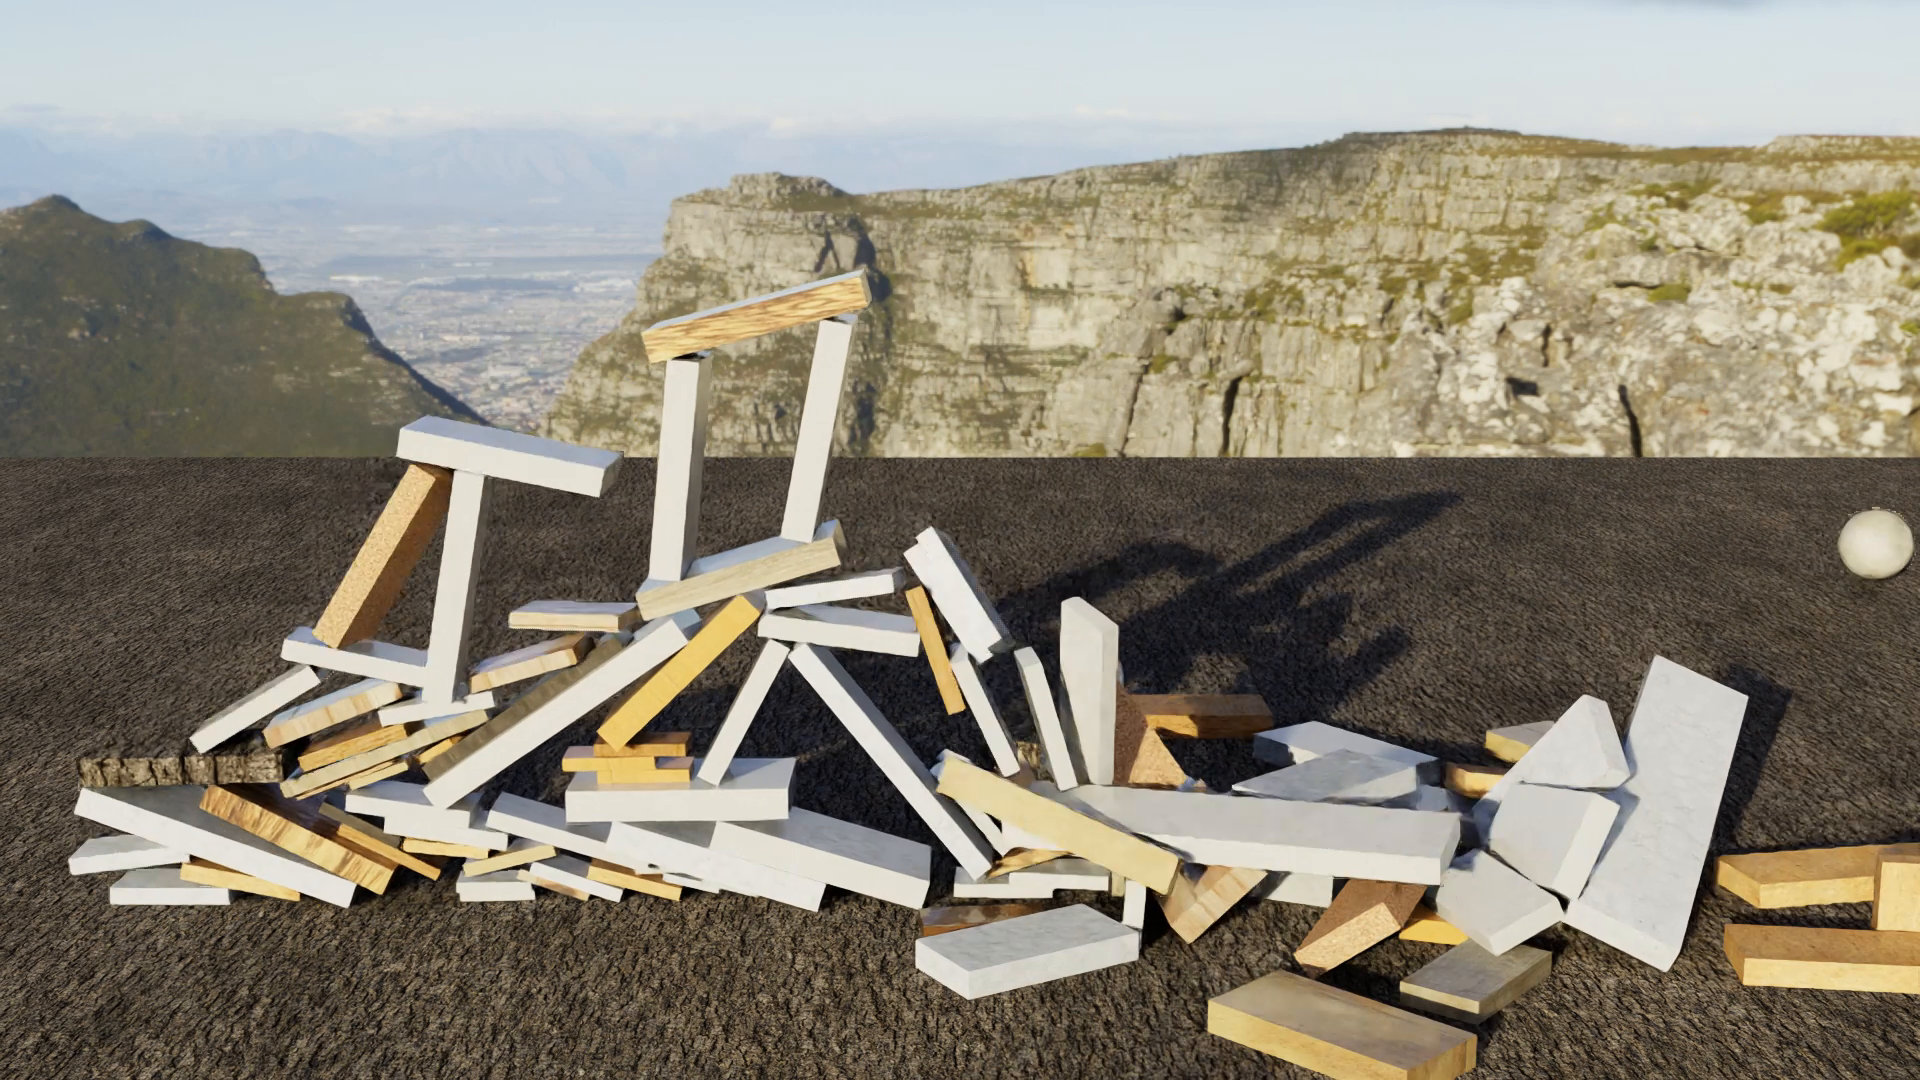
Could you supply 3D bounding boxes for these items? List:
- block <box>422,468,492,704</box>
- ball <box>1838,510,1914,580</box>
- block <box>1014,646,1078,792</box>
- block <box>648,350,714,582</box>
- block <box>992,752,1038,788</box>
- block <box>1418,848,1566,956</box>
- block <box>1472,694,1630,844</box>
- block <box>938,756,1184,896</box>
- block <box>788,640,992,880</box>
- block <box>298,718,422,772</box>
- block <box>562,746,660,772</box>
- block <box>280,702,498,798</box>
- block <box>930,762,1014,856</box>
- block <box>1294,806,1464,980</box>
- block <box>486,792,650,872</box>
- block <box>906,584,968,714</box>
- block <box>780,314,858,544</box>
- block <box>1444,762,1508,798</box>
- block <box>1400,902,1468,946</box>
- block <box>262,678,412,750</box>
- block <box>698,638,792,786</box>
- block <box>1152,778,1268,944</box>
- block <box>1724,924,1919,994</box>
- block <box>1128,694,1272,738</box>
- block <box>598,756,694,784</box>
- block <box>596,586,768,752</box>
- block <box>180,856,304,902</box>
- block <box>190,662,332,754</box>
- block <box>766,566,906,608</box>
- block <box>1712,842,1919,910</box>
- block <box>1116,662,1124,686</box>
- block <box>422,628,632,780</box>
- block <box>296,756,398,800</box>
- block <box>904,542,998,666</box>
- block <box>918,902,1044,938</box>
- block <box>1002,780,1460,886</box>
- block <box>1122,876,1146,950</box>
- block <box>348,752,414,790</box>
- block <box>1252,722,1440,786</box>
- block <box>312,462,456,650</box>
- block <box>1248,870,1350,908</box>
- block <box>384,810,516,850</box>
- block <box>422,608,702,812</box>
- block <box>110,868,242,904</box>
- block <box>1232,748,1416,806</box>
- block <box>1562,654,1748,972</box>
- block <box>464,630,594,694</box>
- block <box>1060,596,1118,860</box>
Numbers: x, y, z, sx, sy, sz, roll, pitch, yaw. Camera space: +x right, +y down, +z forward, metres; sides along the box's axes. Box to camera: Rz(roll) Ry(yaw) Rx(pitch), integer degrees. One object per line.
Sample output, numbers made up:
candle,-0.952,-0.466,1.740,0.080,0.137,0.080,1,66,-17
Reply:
block,-0.810,0.062,3.554,0.046,0.375,0.162,9,11,-7
ball,2.594,0.013,6.228,0.199,0.199,0.199,0,11,0
block,0.140,0.293,3.611,0.031,0.218,0.109,-18,13,-4
block,-0.447,-0.124,3.534,0.050,0.350,0.175,6,11,0
block,0.109,0.427,3.742,0.060,0.121,0.017,-32,-20,8
block,0.817,0.559,3.415,0.124,0.035,0.247,-27,16,-10
block,0.976,0.419,3.648,0.045,0.318,0.159,18,40,-19
block,0.151,0.445,3.454,0.442,0.060,0.017,21,4,32
block,-0.114,0.350,3.621,0.037,0.481,0.129,-38,8,5
block,-0.985,0.326,3.613,0.185,0.026,0.092,-19,12,5
block,-0.574,0.358,3.621,0.149,0.021,0.075,-1,11,-2
block,-0.940,0.337,3.628,0.359,0.026,0.092,-21,12,2
block,0.018,0.449,3.676,0.024,0.172,0.086,-40,10,-6
block,0.671,0.553,3.487,0.166,0.047,0.502,-37,-6,25
block,-0.640,0.483,3.642,0.271,0.029,0.101,17,10,-4
block,-0.036,0.175,3.568,0.030,0.209,0.104,-20,0,4
block,-0.225,-0.184,3.523,0.050,0.350,0.175,11,11,-2
block,1.074,0.460,4.070,0.318,0.045,0.159,7,0,0
block,0.792,0.593,3.557,0.124,0.035,0.248,4,11,19
block,-1.021,0.273,3.615,0.229,0.032,0.114,-21,11,-2
block,-0.349,0.267,3.604,0.037,0.258,0.129,28,9,-5
block,0.384,0.519,3.585,0.166,0.047,0.332,-43,15,5
block,1.323,0.633,3.325,0.294,0.042,0.147,1,11,8
block,0.480,0.375,4.691,0.347,0.049,0.173,0,11,-1
block,-0.517,0.379,3.623,0.149,0.021,0.075,-1,11,0
block,-0.449,0.198,3.596,0.328,0.046,0.164,-43,7,8
block,-1.182,0.553,3.659,0.196,0.028,0.098,11,10,-3
block,-1.141,0.264,3.602,0.229,0.032,0.114,-31,12,2
block,-0.200,0.077,3.561,0.209,0.030,0.104,-8,5,11
block,1.994,0.543,3.796,1.428,0.042,0.147,-2,11,-11
block,0.254,0.370,3.892,0.049,0.347,0.173,-7,12,-9
block,-0.710,0.265,3.615,0.390,0.027,0.095,-34,8,6
block,-1.013,0.386,3.634,0.172,0.014,0.050,-21,12,4
block,-0.011,0.104,3.596,0.031,0.218,0.109,-34,-5,7
block,0.037,0.608,3.503,0.200,0.024,0.086,-1,11,-7
block,0.418,0.455,3.449,0.697,0.043,0.153,2,20,23
block,0.279,0.561,3.513,0.031,0.111,0.221,5,11,4
block,-0.955,0.382,3.630,0.101,0.014,0.050,-20,12,1
block,0.765,0.434,4.378,0.172,0.049,0.344,-7,13,-35
block,-0.925,0.019,3.579,0.046,0.325,0.162,32,8,2
block,0.572,0.516,3.680,0.141,0.141,0.141,4,11,23
block,-0.840,0.471,3.647,0.203,0.029,0.101,8,11,0
block,-0.650,0.269,3.612,0.500,0.046,0.164,-34,8,7
block,-1.299,0.577,3.663,0.196,0.028,0.098,0,11,1
block,0.615,0.417,3.702,0.307,0.043,0.153,-10,14,-43
block,1.149,0.428,3.606,0.172,0.049,0.722,26,37,13
block,-0.699,0.198,3.580,0.191,0.027,0.095,-16,13,11
block,0.209,0.335,3.643,0.031,0.503,0.111,-19,35,-28
